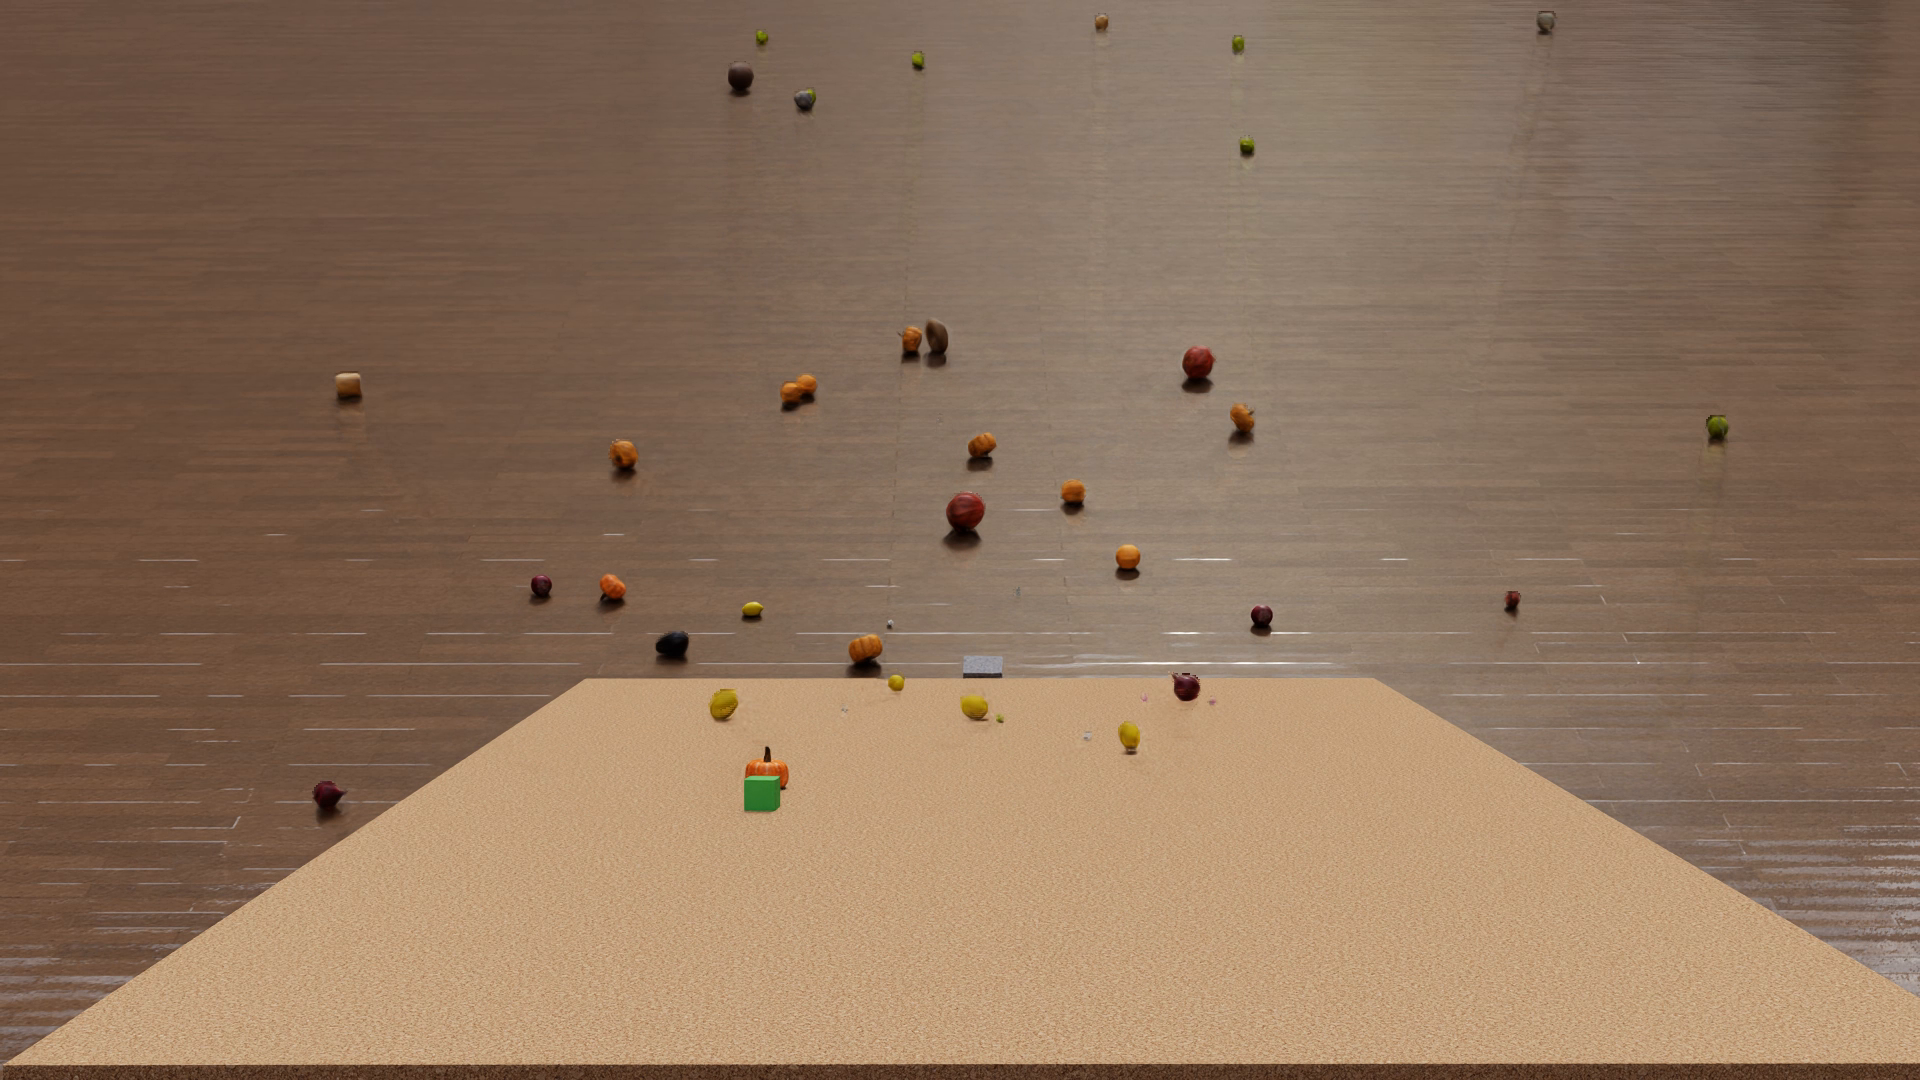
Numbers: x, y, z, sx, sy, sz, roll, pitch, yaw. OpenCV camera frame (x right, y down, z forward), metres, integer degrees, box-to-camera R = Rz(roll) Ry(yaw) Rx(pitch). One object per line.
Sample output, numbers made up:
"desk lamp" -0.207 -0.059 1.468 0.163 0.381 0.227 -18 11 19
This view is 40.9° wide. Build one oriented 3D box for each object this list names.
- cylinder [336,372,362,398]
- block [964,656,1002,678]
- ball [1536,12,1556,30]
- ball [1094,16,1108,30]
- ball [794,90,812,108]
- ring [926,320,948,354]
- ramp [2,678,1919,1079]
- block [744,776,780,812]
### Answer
"cylinder" -2.071 -0.526 8.717 0.077 0.077 0.077 -6 24 -12
"block" 0.059 0.365 6.614 0.100 0.100 0.100 0 23 1
"ball" 3.205 -2.836 14.077 0.100 0.100 0.100 0 23 0
"ball" 0.777 -2.832 14.097 0.077 0.077 0.077 0 23 0
"ball" -0.755 -2.127 12.442 0.086 0.086 0.086 0 23 0
"ring" -0.080 -0.721 9.119 0.042 0.127 0.127 -17 28 -22
"ramp" 0.053 0.484 4.539 2.000 0.100 4.000 0 2 0
"block" -0.328 0.420 4.267 0.051 0.051 0.051 0 2 7
